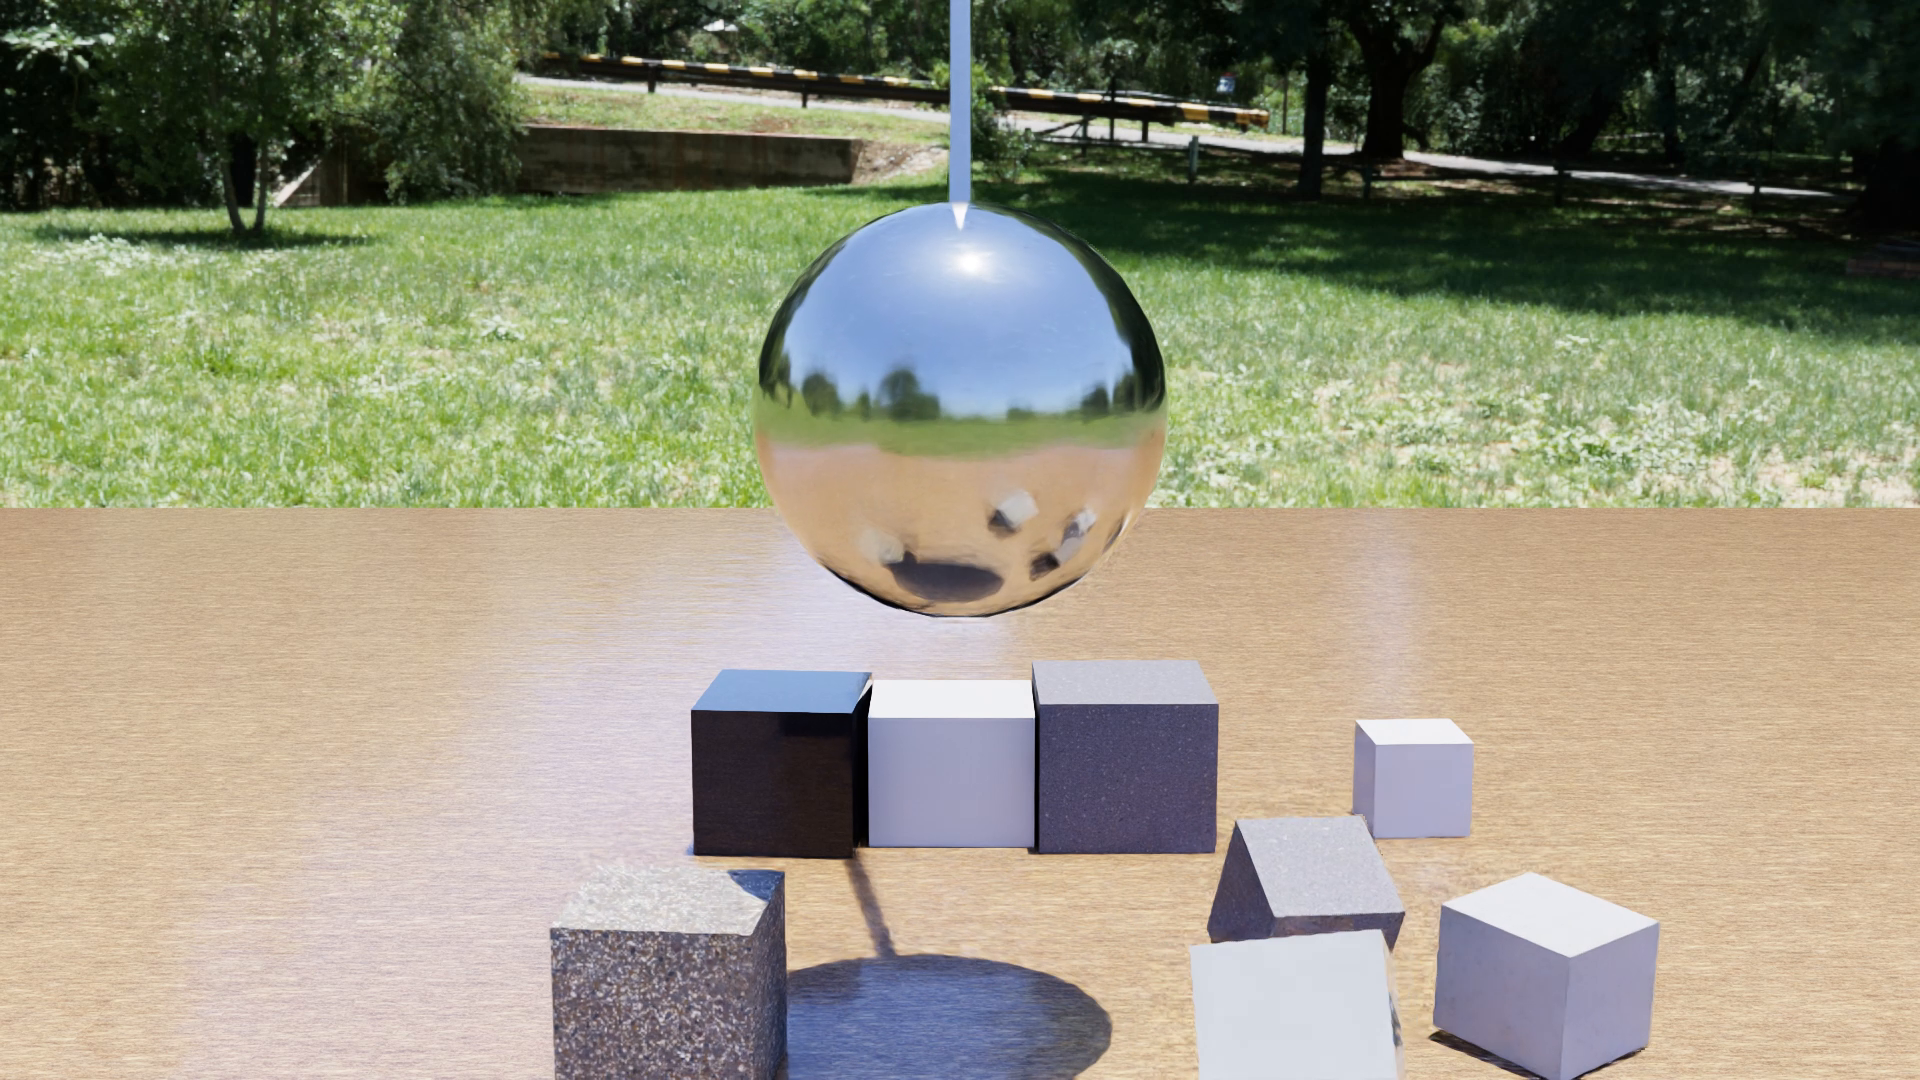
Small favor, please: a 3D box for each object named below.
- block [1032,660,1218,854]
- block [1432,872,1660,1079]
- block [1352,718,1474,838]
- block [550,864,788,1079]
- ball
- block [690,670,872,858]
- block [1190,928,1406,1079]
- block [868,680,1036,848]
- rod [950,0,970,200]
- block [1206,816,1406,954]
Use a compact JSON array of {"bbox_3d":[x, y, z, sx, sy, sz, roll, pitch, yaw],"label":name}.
[{"bbox_3d":[0.831,1.103,11.357,0.881,0.767,0.923,0,10,-1],"label":"block"},{"bbox_3d":[2.291,1.702,8.620,0.555,0.517,0.613,-10,17,-37],"label":"block"},{"bbox_3d":[2.344,1.232,11.406,0.501,0.495,0.480,0,10,-3],"label":"block"},{"bbox_3d":[-1.079,1.687,8.287,0.737,0.709,0.684,1,11,6],"label":"block"},{"bbox_3d":[0.000,-0.493,8.442,1.600,1.600,1.600,0,10,0],"label":"ball"},{"bbox_3d":[-0.894,1.131,11.269,0.799,0.743,0.850,1,10,4],"label":"block"},{"bbox_3d":[1.088,1.652,6.940,0.592,0.688,0.612,-7,-22,12],"label":"block"},{"bbox_3d":[-0.041,1.145,11.388,0.832,0.672,0.773,0,10,0],"label":"block"},{"bbox_3d":[0.000,-3.771,9.347,0.080,5.200,0.080,0,-15,0],"label":"rod"},{"bbox_3d":[1.381,1.533,8.867,0.539,0.615,0.540,0,36,-13],"label":"block"}]
